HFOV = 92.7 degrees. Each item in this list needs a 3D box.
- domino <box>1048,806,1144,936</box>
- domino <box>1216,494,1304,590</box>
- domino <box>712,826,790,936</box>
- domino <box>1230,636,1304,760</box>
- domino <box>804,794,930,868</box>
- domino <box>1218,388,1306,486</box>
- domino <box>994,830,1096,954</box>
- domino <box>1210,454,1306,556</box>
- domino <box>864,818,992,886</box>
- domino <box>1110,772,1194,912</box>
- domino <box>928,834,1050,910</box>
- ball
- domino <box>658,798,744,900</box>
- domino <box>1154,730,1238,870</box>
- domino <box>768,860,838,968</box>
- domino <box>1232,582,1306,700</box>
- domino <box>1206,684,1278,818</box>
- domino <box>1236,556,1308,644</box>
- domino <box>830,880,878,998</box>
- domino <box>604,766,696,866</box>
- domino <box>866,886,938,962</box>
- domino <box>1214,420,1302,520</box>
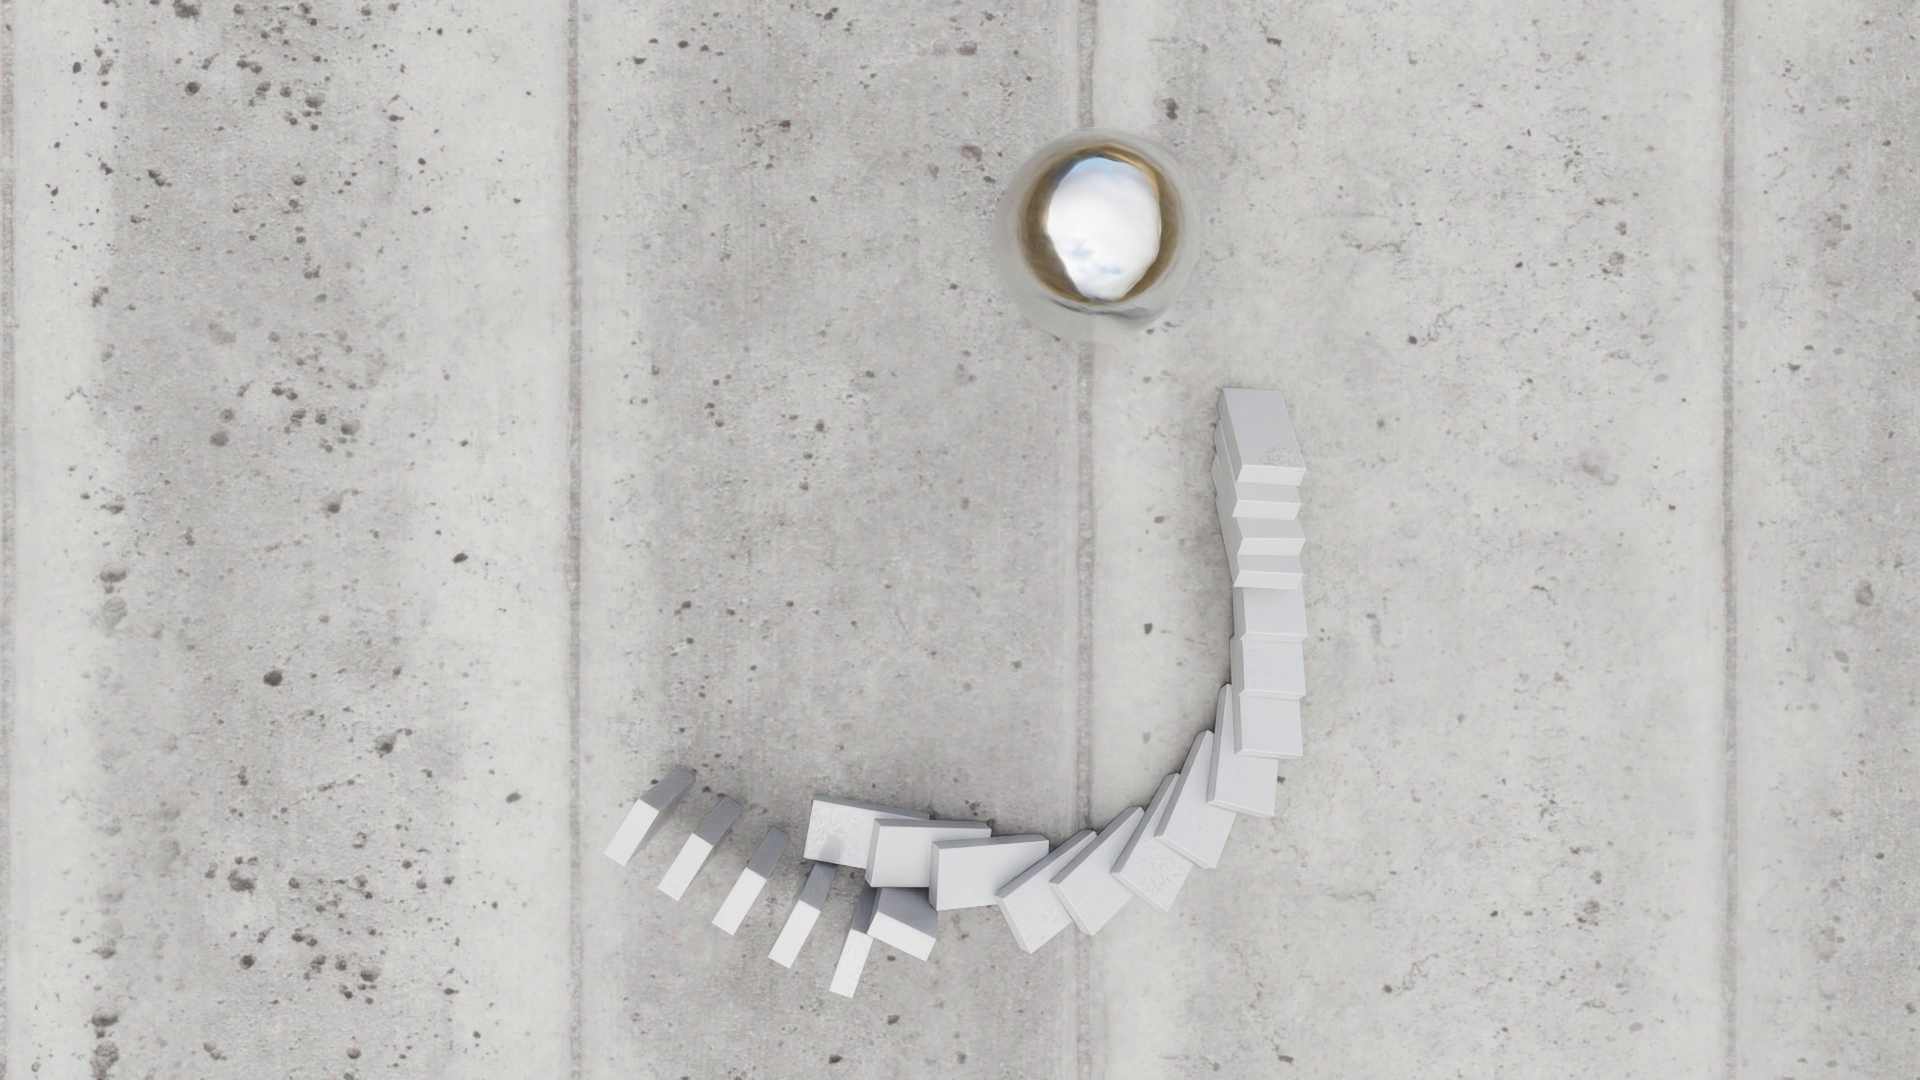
[{"bbox_3d":[0.064,0.138,0.385,0.050,0.009,0.025,-34,90,-25],"label":"domino"},{"bbox_3d":[0.123,-0.002,0.379,0.025,0.010,0.050,3,46,0],"label":"domino"},{"bbox_3d":[-0.084,0.138,0.375,0.010,0.050,0.025,32,90,0],"label":"domino"},{"bbox_3d":[0.128,0.065,0.385,0.025,0.009,0.050,6,66,-1],"label":"domino"},{"bbox_3d":[-0.040,0.128,0.395,0.050,0.010,0.025,10,90,0],"label":"domino"},{"bbox_3d":[0.124,-0.043,0.379,0.025,0.009,0.050,3,46,0],"label":"domino"},{"bbox_3d":[0.041,0.147,0.385,0.050,0.010,0.025,-27,90,-26],"label":"domino"},{"bbox_3d":[0.122,-0.015,0.379,0.025,0.009,0.050,0,47,-3],"label":"domino"},{"bbox_3d":[-0.013,0.132,0.386,0.050,0.010,0.025,9,90,-22],"label":"domino"},{"bbox_3d":[0.087,0.126,0.385,0.025,0.010,0.050,39,65,0],"label":"domino"},{"bbox_3d":[0.012,0.139,0.386,0.050,0.010,0.025,3,90,-22],"label":"domino"},{"bbox_3d":[0.053,-0.118,0.360,0.080,0.080,0.080,0,90,0],"label":"ball"},{"bbox_3d":[-0.105,0.125,0.375,0.009,0.050,0.025,33,90,0],"label":"domino"},{"bbox_3d":[0.104,0.109,0.385,0.025,0.010,0.050,32,65,0],"label":"domino"},{"bbox_3d":[-0.063,0.151,0.375,0.010,0.050,0.025,29,90,0],"label":"domino"},{"bbox_3d":[0.129,0.041,0.385,0.025,0.009,0.050,5,66,0],"label":"domino"},{"bbox_3d":[0.120,0.088,0.385,0.025,0.009,0.050,15,65,0],"label":"domino"},{"bbox_3d":[0.130,0.017,0.385,0.025,0.010,0.050,3,66,0],"label":"domino"},{"bbox_3d":[-0.041,0.162,0.375,0.009,0.050,0.025,19,90,0],"label":"domino"},{"bbox_3d":[-0.126,0.112,0.375,0.009,0.050,0.025,33,90,0],"label":"domino"},{"bbox_3d":[-0.022,0.151,0.375,0.025,0.050,0.009,25,90,0],"label":"domino"},{"bbox_3d":[0.122,-0.030,0.379,0.025,0.010,0.050,3,46,0],"label":"domino"}]
